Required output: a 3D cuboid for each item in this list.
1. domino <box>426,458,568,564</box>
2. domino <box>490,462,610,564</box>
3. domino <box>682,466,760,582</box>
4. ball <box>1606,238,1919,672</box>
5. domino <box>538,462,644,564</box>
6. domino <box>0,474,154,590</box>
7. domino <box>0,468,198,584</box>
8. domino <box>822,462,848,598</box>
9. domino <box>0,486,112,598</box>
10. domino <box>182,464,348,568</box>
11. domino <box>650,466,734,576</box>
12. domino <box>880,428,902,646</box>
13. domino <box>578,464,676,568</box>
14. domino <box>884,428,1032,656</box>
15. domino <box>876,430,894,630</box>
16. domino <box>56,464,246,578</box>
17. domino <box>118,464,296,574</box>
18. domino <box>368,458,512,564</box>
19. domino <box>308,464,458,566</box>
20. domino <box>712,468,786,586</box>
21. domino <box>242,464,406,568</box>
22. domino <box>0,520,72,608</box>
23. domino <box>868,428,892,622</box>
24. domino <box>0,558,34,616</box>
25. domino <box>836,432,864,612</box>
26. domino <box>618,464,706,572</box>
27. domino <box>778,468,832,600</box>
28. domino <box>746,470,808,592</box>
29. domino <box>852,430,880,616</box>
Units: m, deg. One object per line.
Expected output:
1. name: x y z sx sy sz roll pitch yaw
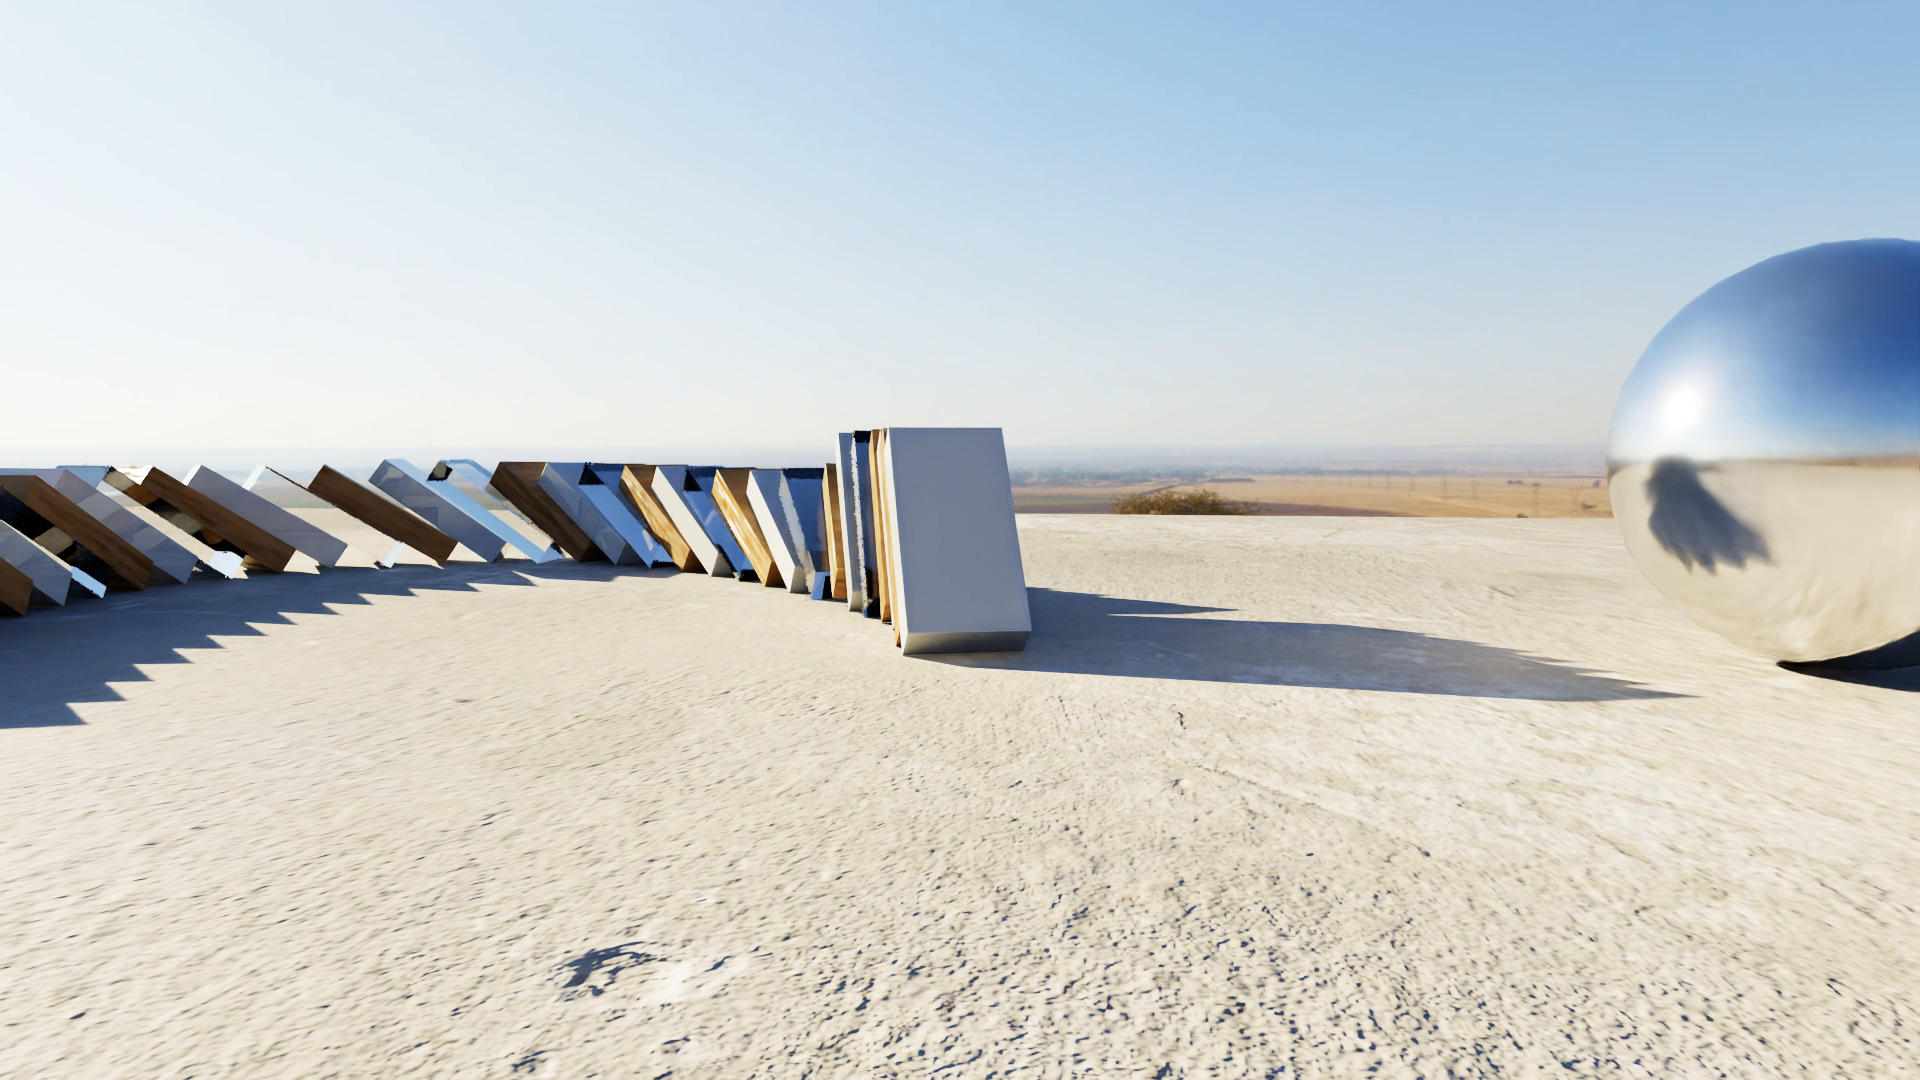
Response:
1. domino: -0.167 -0.011 0.469 0.050 0.010 0.025 36 6 1
2. domino: -0.146 -0.011 0.472 0.050 0.010 0.025 38 17 18
3. domino: -0.069 -0.006 0.418 0.025 0.010 0.050 -3 37 -35
4. ball: 0.165 -0.015 0.240 0.080 0.080 0.080 0 4 0
5. domino: -0.128 -0.010 0.466 0.050 0.009 0.025 40 23 26
6. domino: -0.251 -0.001 0.353 0.025 0.010 0.050 0 -28 4
7. domino: -0.252 -0.003 0.374 0.025 0.009 0.050 1 -29 16
8. domino: -0.024 -0.003 0.358 0.025 0.010 0.050 4 36 -13
9. domino: -0.249 0.001 0.334 0.025 0.009 0.050 0 -26 -1
10. domino: -0.233 -0.008 0.429 0.050 0.009 0.025 37 -18 -31
11. domino: -0.082 -0.007 0.432 0.025 0.009 0.050 -3 38 -39
12. domino: -0.003 -0.002 0.281 0.025 0.050 0.010 -1 -31 -10
13. domino: -0.111 -0.009 0.456 0.050 0.010 0.025 42 28 30
14. domino: -0.001 -0.001 0.270 0.025 0.050 0.009 -1 -31 -10
15. domino: -0.005 -0.003 0.305 0.025 0.050 0.010 -1 -32 -10
16. domino: -0.248 -0.005 0.392 0.025 0.009 0.050 2 -30 25
17. domino: -0.243 -0.006 0.411 0.025 0.009 0.050 3 -29 38
18. domino: -0.186 -0.011 0.463 0.050 0.009 0.025 36 -2 -10
19. domino: -0.203 -0.009 0.452 0.050 0.009 0.025 35 -11 -23
20. domino: -0.057 -0.005 0.403 0.025 0.010 0.050 -3 37 -32
21. domino: -0.218 -0.008 0.440 0.050 0.009 0.025 37 -16 -30
22. domino: -0.245 0.003 0.314 0.025 0.010 0.050 0 -25 -5
23. domino: -0.008 -0.004 0.316 0.025 0.050 0.009 0 -32 -10
24. domino: -0.241 0.004 0.295 0.025 0.009 0.050 -1 -25 -7
25. domino: -0.018 -0.006 0.339 0.025 0.050 0.010 -1 -33 -12
26. domino: -0.096 -0.008 0.445 0.025 0.010 0.050 -4 39 -43
27. domino: -0.035 -0.003 0.371 0.025 0.010 0.050 -2 38 -20
28. domino: -0.046 -0.004 0.387 0.025 0.010 0.050 -2 36 -26
29. domino: -0.013 -0.005 0.327 0.025 0.050 0.010 -1 -32 -10
